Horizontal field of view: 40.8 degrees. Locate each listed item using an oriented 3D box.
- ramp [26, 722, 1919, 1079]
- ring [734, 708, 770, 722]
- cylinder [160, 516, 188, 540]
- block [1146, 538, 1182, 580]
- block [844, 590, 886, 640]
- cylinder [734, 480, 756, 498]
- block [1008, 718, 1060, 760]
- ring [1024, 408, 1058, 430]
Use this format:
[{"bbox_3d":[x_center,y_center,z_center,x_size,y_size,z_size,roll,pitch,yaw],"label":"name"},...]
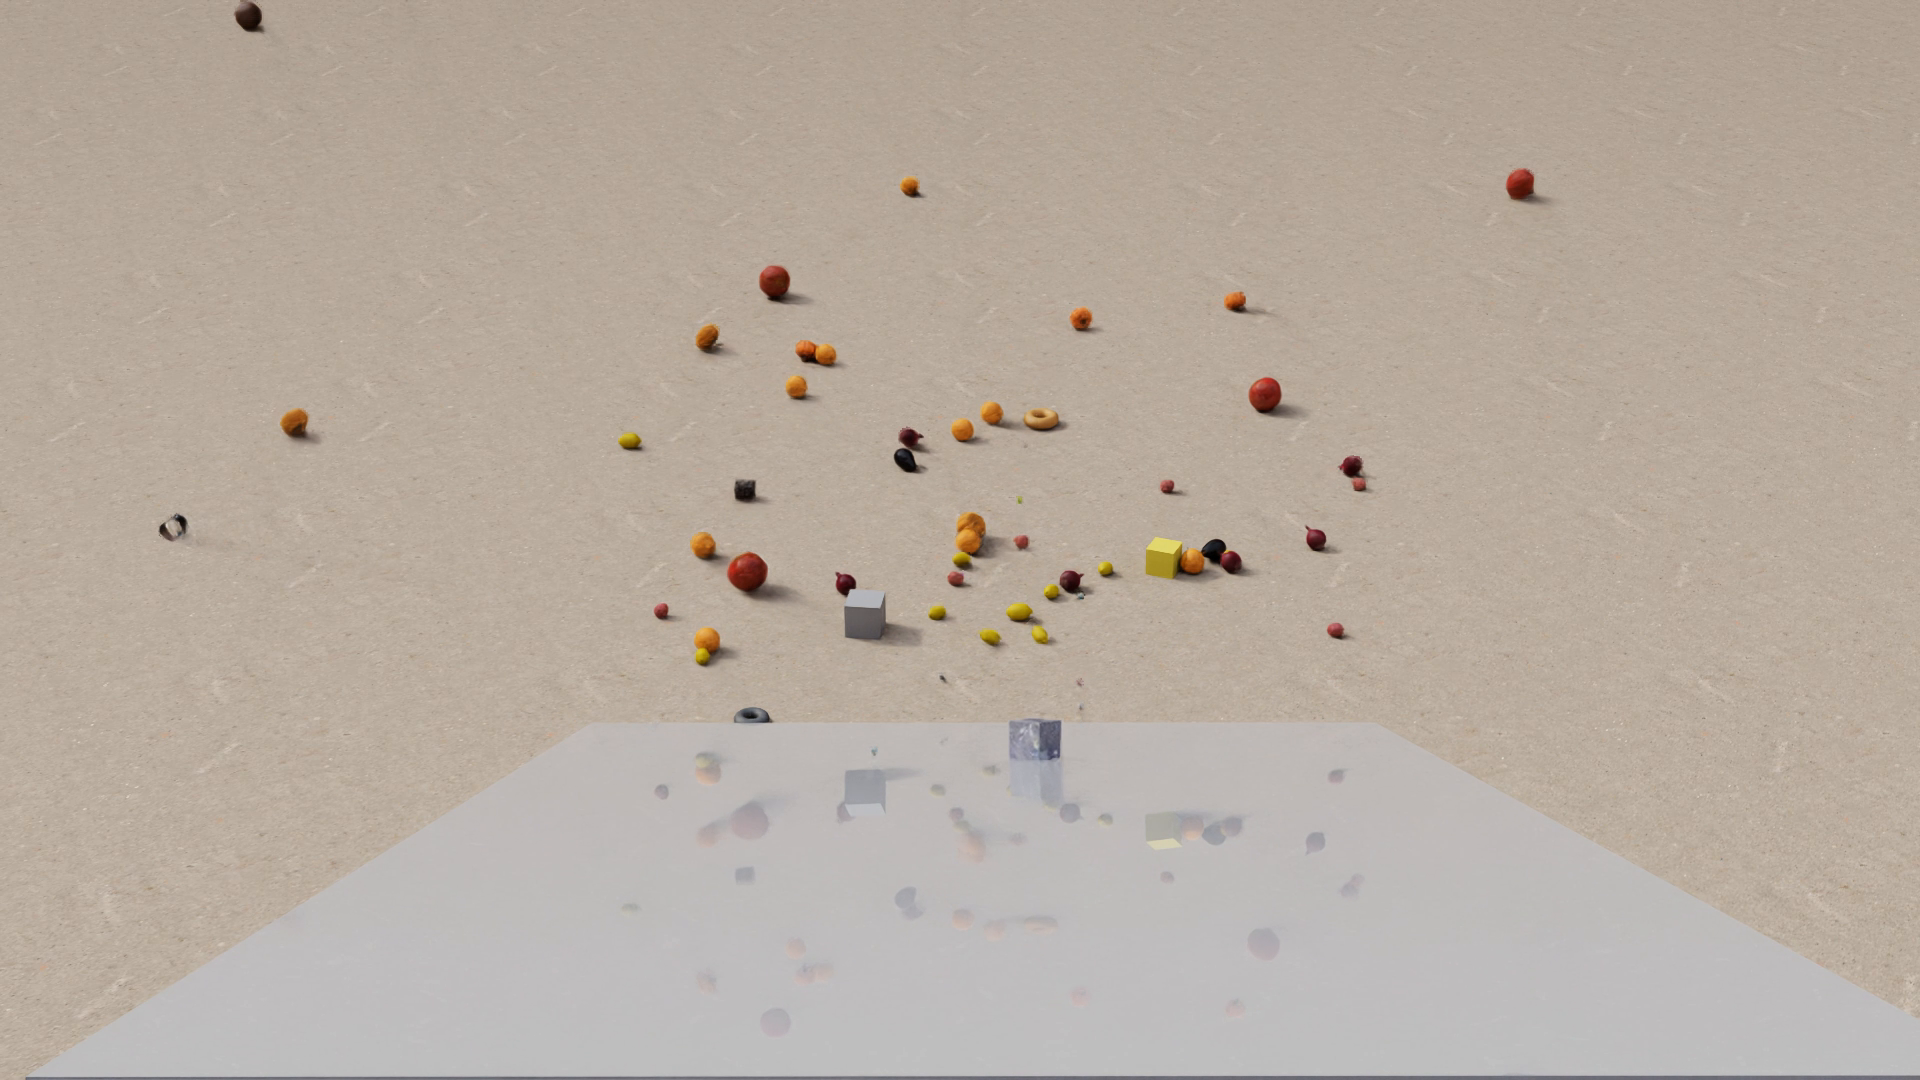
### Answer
[{"bbox_3d":[0.061,0.552,4.588,2.000,0.100,4.000,0,1,0],"label":"ramp"},{"bbox_3d":[-0.545,0.468,6.748,0.094,0.031,0.094,0,26,0],"label":"ring"},{"bbox_3d":[-2.344,-0.036,7.703,0.060,0.060,0.060,12,17,23],"label":"cylinder"},{"bbox_3d":[0.593,0.053,7.504,0.083,0.083,0.083,11,29,20],"label":"block"},{"bbox_3d":[-0.264,0.207,7.183,0.100,0.100,0.100,3,27,6],"label":"block"},{"bbox_3d":[-0.662,-0.155,7.941,0.054,0.054,0.054,3,27,6],"label":"cylinder"},{"bbox_3d":[0.166,0.441,5.711,0.082,0.082,0.082,1,1,37],"label":"block"},{"bbox_3d":[0.265,-0.396,8.430,0.117,0.039,0.117,-1,27,1],"label":"ring"}]
